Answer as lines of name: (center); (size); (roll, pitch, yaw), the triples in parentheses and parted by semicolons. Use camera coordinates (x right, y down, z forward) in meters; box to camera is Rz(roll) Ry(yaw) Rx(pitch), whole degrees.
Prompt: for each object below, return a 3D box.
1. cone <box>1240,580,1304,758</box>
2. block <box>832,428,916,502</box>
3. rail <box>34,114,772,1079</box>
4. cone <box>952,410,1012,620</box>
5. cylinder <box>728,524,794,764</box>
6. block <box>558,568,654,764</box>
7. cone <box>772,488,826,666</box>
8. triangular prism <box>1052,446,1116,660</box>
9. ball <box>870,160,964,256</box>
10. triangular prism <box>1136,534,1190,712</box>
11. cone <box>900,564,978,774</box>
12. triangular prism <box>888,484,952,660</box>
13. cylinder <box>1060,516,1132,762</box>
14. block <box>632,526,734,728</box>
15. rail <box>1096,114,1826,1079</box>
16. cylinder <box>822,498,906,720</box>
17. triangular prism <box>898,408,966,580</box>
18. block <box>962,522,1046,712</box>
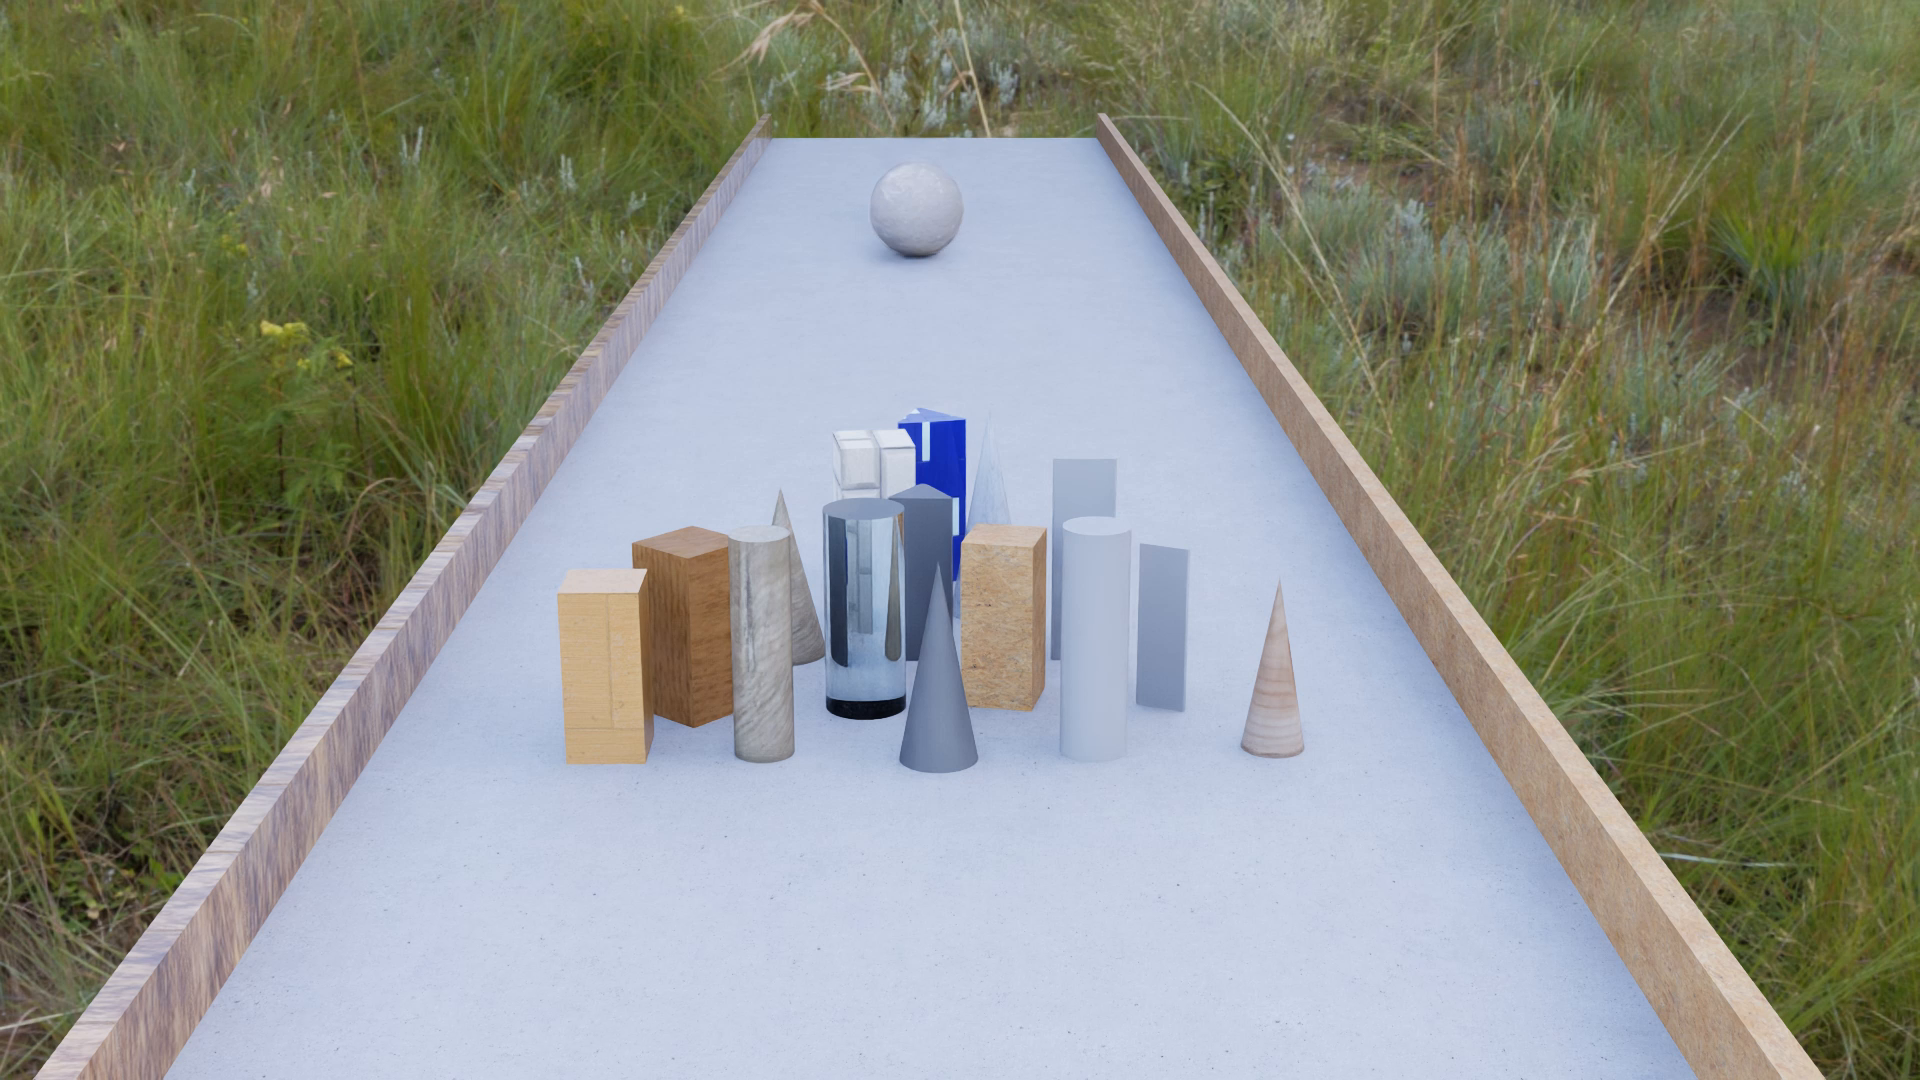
cone: (0.564, 0.219, 3.926); (0.115, 0.322, 0.115); (0, 17, 0)
block: (-0.181, -0.027, 4.642); (0.154, 0.385, 0.154); (-3, 17, -9)
rail: (-1.118, -0.838, 7.780); (0.050, 0.150, 12.000); (0, 17, -1)
cone: (0.062, -0.063, 4.648); (0.165, 0.451, 0.165); (0, 17, 0)
cylinder: (-0.350, 0.185, 3.889); (0.108, 0.409, 0.108); (0, 17, 0)
block: (-0.628, 0.224, 3.914); (0.140, 0.318, 0.140); (0, 17, -1)
cone: (-0.356, 0.060, 4.412); (0.173, 0.349, 0.173); (0, 17, 0)
triangular prism: (0.246, 0.026, 4.408); (0.123, 0.417, 0.106); (0, 17, 1)
ball: (-0.181, -1.384, 9.188); (0.395, 0.395, 0.395); (0, 17, 0)
triangular prism: (0.398, 0.154, 4.150); (0.098, 0.319, 0.085); (8, 18, 26)
cone: (-0.038, 0.212, 3.867); (0.141, 0.369, 0.141); (0, 17, 0)
triangular prism: (-0.076, 0.064, 4.417); (0.126, 0.339, 0.109); (1, 17, 2)
cylinder: (0.239, 0.176, 3.896); (0.121, 0.420, 0.121); (0, 17, 0)
block: (-0.499, 0.160, 4.114); (0.152, 0.328, 0.152); (14, 21, 39)
rail: (0.932, -0.844, 7.801); (0.050, 0.150, 12.000); (0, 17, -1)
cylinder: (-0.178, 0.128, 4.116); (0.153, 0.388, 0.153); (0, 17, 0)
triangular prism: (-0.076, -0.101, 4.917); (0.152, 0.369, 0.132); (-4, 17, -13)
block: (0.084, 0.145, 4.171); (0.136, 0.323, 0.136); (4, 17, 12)
